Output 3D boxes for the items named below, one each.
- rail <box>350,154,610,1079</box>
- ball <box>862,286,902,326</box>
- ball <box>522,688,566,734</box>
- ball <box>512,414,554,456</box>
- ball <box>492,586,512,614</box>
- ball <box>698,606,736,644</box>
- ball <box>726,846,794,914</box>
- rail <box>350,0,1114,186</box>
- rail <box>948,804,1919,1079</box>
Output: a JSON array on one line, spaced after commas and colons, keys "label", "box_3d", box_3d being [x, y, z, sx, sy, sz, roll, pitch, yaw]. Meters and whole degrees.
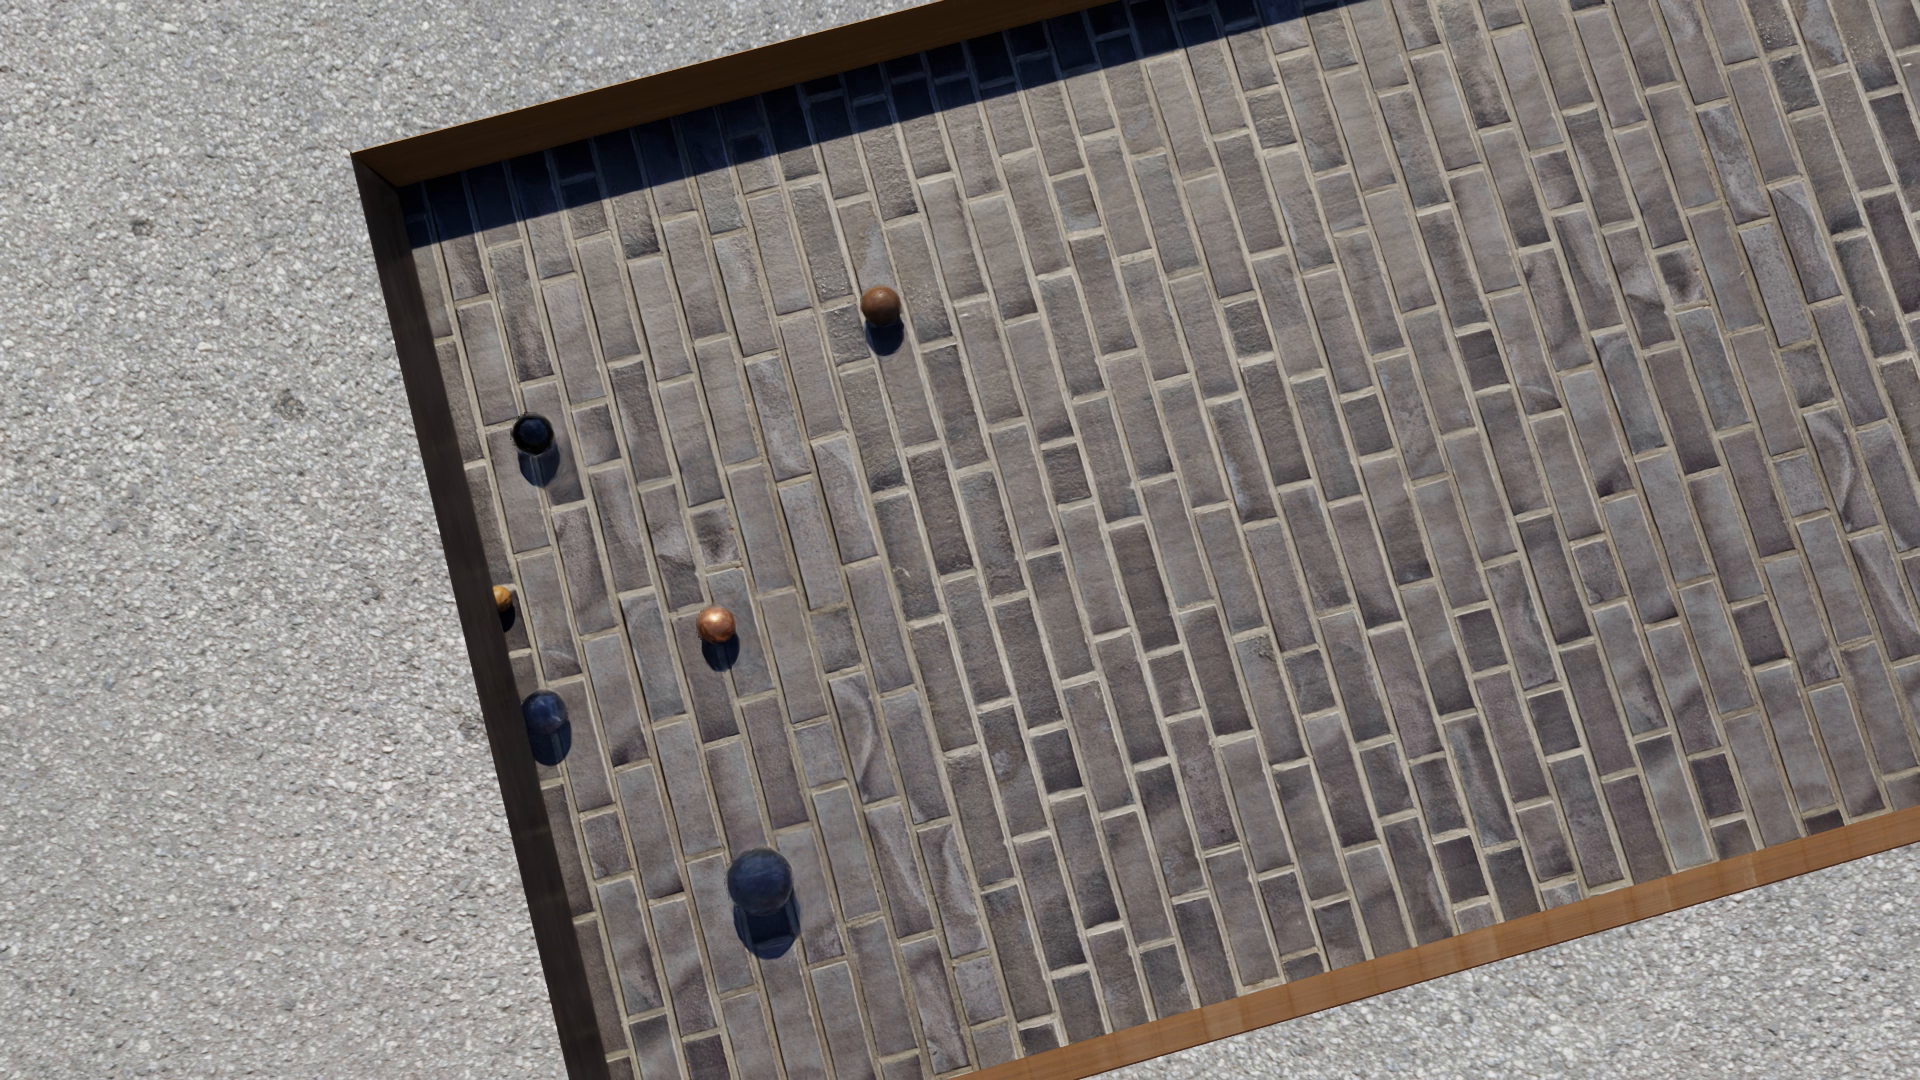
[{"label": "rail", "box_3d": [-0.682, 0.179, 3.224, 0.045, 0.126, 1.592, -15, 80, -3]}, {"label": "ball", "box_3d": [-0.120, -0.357, 3.356, 0.061, 0.061, 0.061, 0, 80, 0]}, {"label": "ball", "box_3d": [-0.613, 0.253, 3.242, 0.067, 0.067, 0.067, 0, 80, 0]}, {"label": "ball", "box_3d": [-0.644, -0.159, 3.319, 0.063, 0.063, 0.063, 0, 80, 0]}, {"label": "ball", "box_3d": [-0.690, 0.089, 3.285, 0.041, 0.041, 0.041, 0, 80, 0]}, {"label": "ball", "box_3d": [-0.361, 0.127, 3.270, 0.057, 0.057, 0.057, 0, 80, 0]}, {"label": "ball", "box_3d": [-0.289, 0.493, 3.183, 0.097, 0.097, 0.097, 0, 80, 0]}, {"label": "rail", "box_3d": [0.501, -0.929, 3.425, 2.926, 0.126, 0.045, -15, 80, -3]}, {"label": "rail", "box_3d": [0.910, 0.536, 3.160, 2.926, 0.126, 0.045, -15, 80, -3]}]
